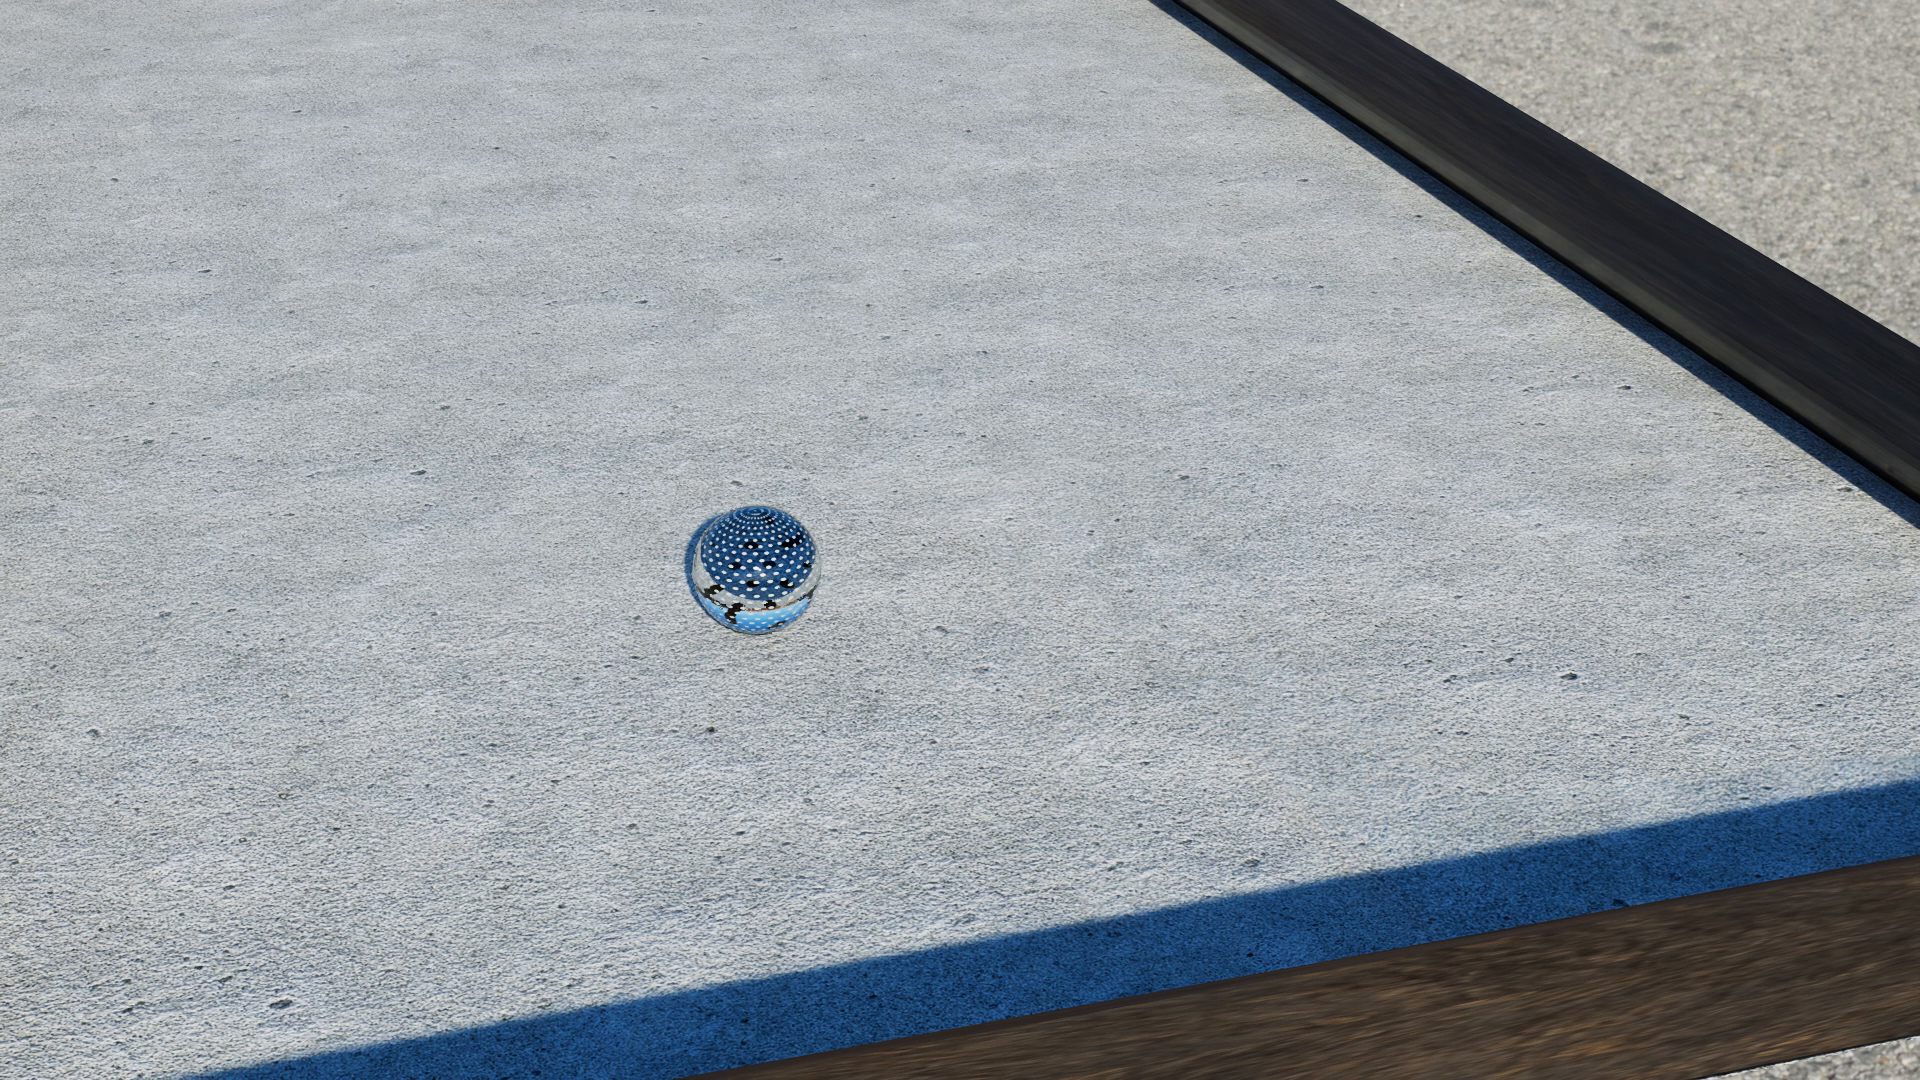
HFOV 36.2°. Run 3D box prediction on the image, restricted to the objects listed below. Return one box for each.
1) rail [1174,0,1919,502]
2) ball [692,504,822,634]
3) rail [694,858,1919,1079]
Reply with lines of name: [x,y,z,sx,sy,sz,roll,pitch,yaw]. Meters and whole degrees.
rail: [0.466,-0.386,2.834,0.045,0.114,2.736,-8,26,-16]
ball: [-0.138,0.020,1.996,0.088,0.088,0.088,0,25,0]
rail: [0.199,0.245,1.480,1.457,0.114,0.045,-8,26,-16]
